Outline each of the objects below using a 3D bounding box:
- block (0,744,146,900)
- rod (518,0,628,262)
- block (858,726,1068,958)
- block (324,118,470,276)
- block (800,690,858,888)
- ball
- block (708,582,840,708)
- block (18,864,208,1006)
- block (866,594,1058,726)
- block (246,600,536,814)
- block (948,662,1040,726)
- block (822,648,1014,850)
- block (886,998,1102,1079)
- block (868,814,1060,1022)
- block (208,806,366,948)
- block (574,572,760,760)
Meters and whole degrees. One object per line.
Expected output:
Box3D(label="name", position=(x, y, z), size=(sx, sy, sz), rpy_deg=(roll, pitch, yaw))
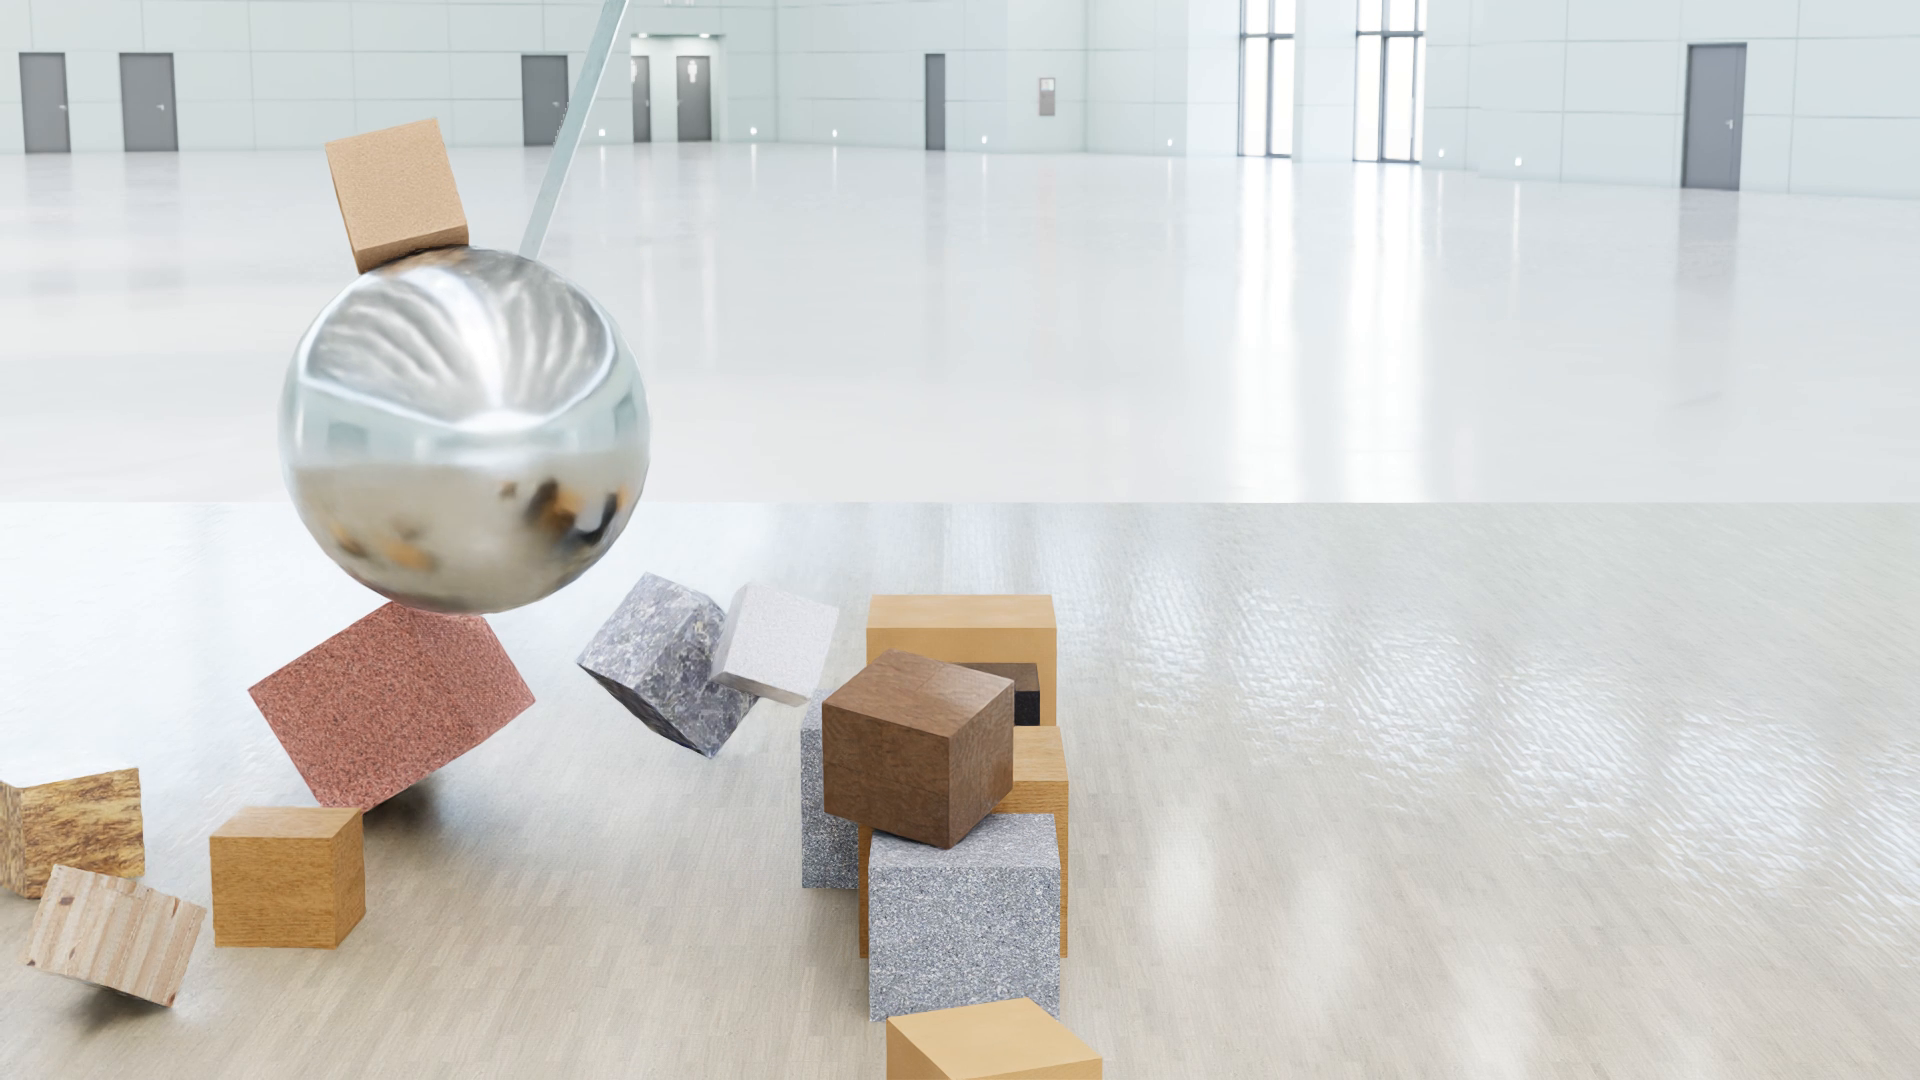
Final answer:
Box3D(label="block", position=(-3.992, 1.238, 11.353), size=(0.533, 0.492, 0.552), rpy_deg=(-9, 13, -41))
Box3D(label="rod", position=(-0.923, -3.598, 10.526), size=(0.080, 5.200, 0.080), rpy_deg=(20, 10, -4))
Box3D(label="block", position=(0.012, 1.241, 10.681), size=(0.837, 0.736, 0.868), rpy_deg=(0, 10, 0))
Box3D(label="block", position=(-2.460, -1.458, 11.267), size=(0.487, 0.509, 0.566), rpy_deg=(-16, -11, -12))
Box3D(label="block", position=(-0.291, 1.105, 11.485), size=(0.772, 0.716, 0.726), rpy_deg=(0, 10, 2))
Box3D(label="ball", position=(-2.131, -0.471, 11.095), size=(1.600, 1.600, 1.600), rpy_deg=(0, 10, 0))
Box3D(label="block", position=(-0.900, 0.507, 12.375), size=(0.454, 0.451, 0.414), rpy_deg=(18, -14, -12))
Box3D(label="block", position=(-3.213, 1.502, 9.739), size=(0.419, 0.387, 0.416), rpy_deg=(4, -20, 34))
Box3D(label="block", position=(0.008, 0.783, 12.804), size=(0.917, 0.879, 0.797), rpy_deg=(0, 10, 0))
Box3D(label="block", position=(-2.713, 0.747, 12.328), size=(0.863, 0.782, 0.807), rpy_deg=(-30, 4, 13))
Box3D(label="block", position=(0.018, 0.991, 12.132), size=(0.701, 0.709, 0.580), rpy_deg=(0, 10, 0))
Box3D(label="block", position=(-0.159, 0.801, 9.948), size=(0.558, 0.487, 0.516), rpy_deg=(13, 28, 26))
Box3D(label="block", position=(0.102, 1.819, 8.159), size=(0.499, 0.501, 0.575), rpy_deg=(-4, 11, -22))
Box3D(label="block", position=(0.017, 1.448, 9.913), size=(0.713, 0.604, 0.700), rpy_deg=(0, 10, 0))
Box3D(label="block", position=(-2.775, 1.390, 10.613), size=(0.500, 0.467, 0.440), rpy_deg=(1, 10, 3))
Box3D(label="block", position=(-1.440, 0.637, 13.126), size=(0.620, 0.599, 0.639), rpy_deg=(47, -17, -33))
